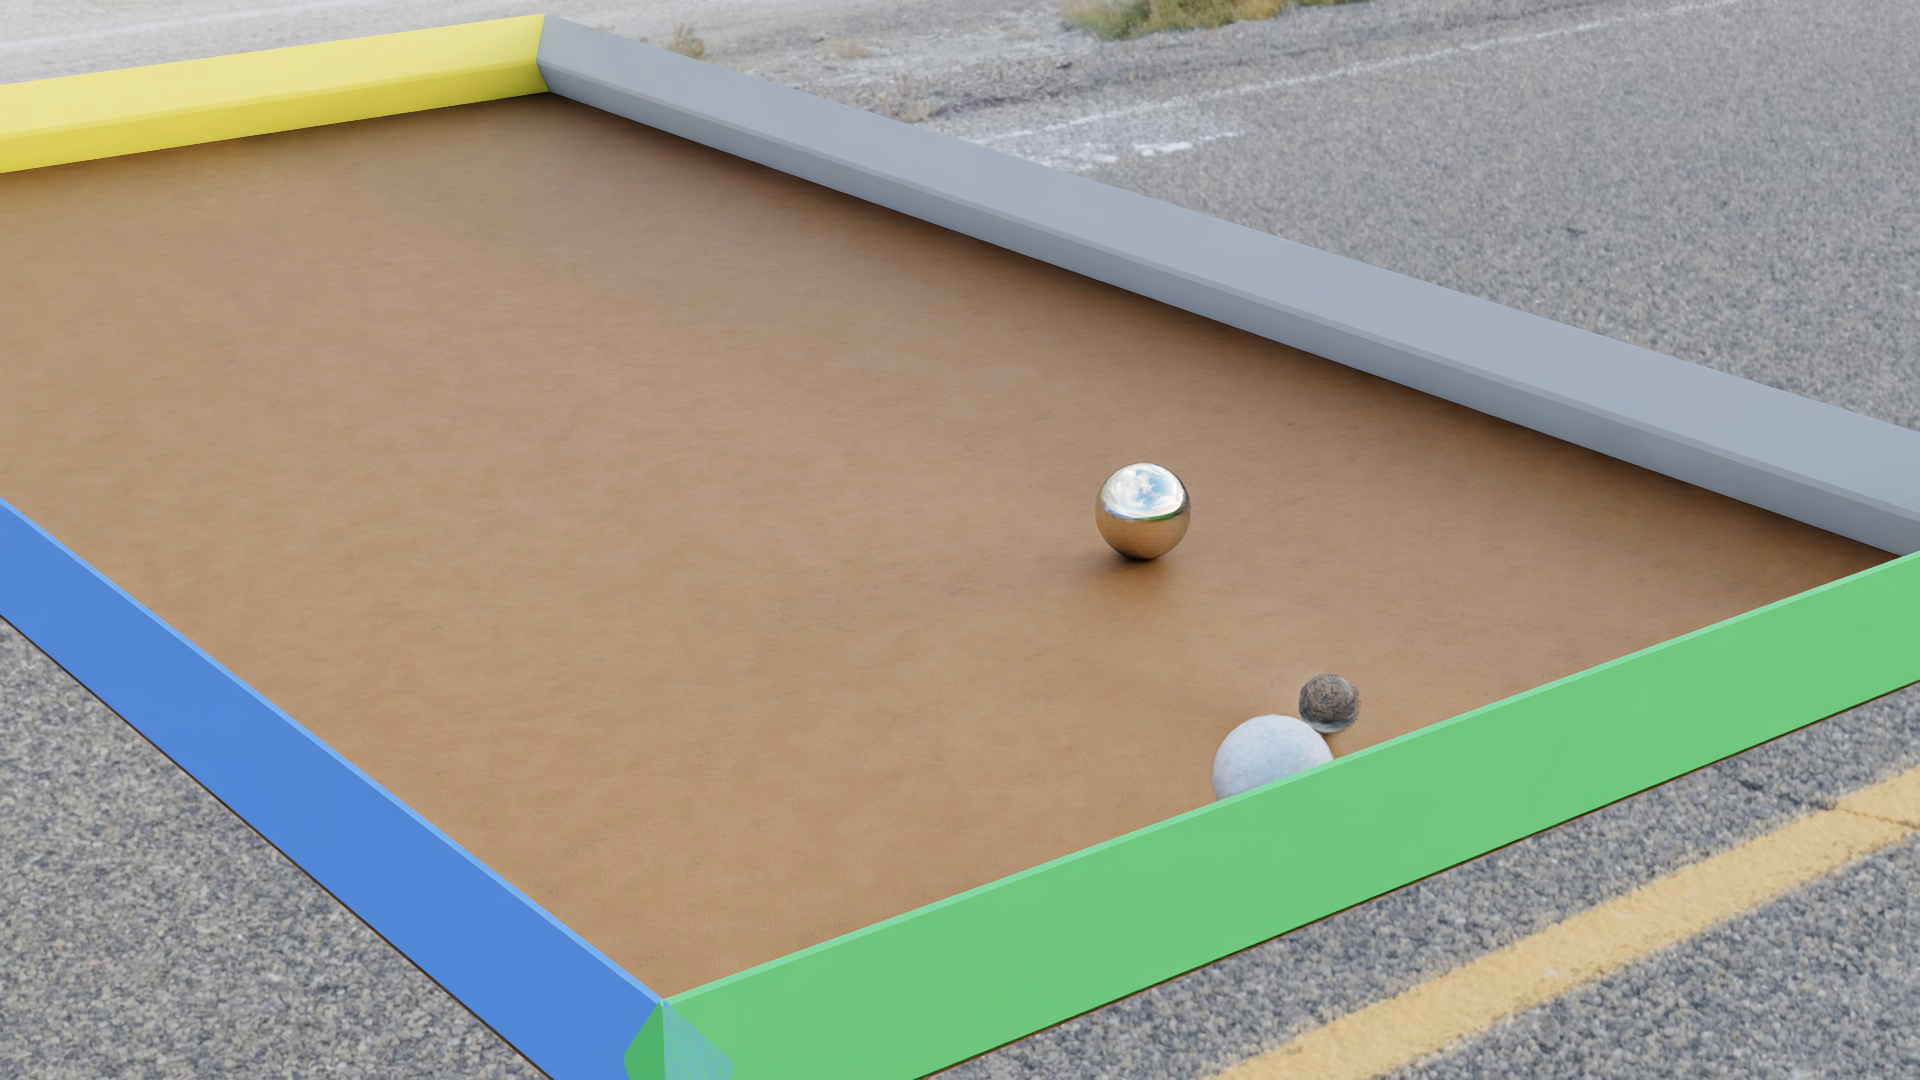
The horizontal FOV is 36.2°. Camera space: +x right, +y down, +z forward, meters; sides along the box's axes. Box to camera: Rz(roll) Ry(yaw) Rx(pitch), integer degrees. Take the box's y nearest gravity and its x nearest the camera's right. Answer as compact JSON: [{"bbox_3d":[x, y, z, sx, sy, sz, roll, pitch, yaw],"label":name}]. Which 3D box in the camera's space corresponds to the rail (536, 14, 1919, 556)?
[{"bbox_3d":[0.150,-0.358,3.454,0.045,0.117,2.619,-15,26,-34],"label":"rail"}]

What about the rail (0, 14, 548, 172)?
[{"bbox_3d":[-1.173,-0.576,4.023,1.419,0.117,0.045,-15,26,-34],"label":"rail"}]

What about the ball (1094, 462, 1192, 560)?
[{"bbox_3d":[0.164,-0.026,2.634,0.087,0.087,0.087,0,21,0],"label":"ball"}]

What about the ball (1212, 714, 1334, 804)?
[{"bbox_3d":[0.226,0.171,2.117,0.090,0.090,0.090,0,21,0],"label":"ball"}]

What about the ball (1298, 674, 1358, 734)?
[{"bbox_3d":[0.287,0.128,2.290,0.046,0.046,0.046,0,21,0],"label":"ball"}]

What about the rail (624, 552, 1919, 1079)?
[{"bbox_3d":[0.381,0.158,2.111,1.419,0.117,0.045,-15,26,-34],"label":"rail"}]

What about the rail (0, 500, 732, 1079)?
[{"bbox_3d":[-0.942,-0.061,2.680,0.045,0.117,2.619,-15,26,-34],"label":"rail"}]
